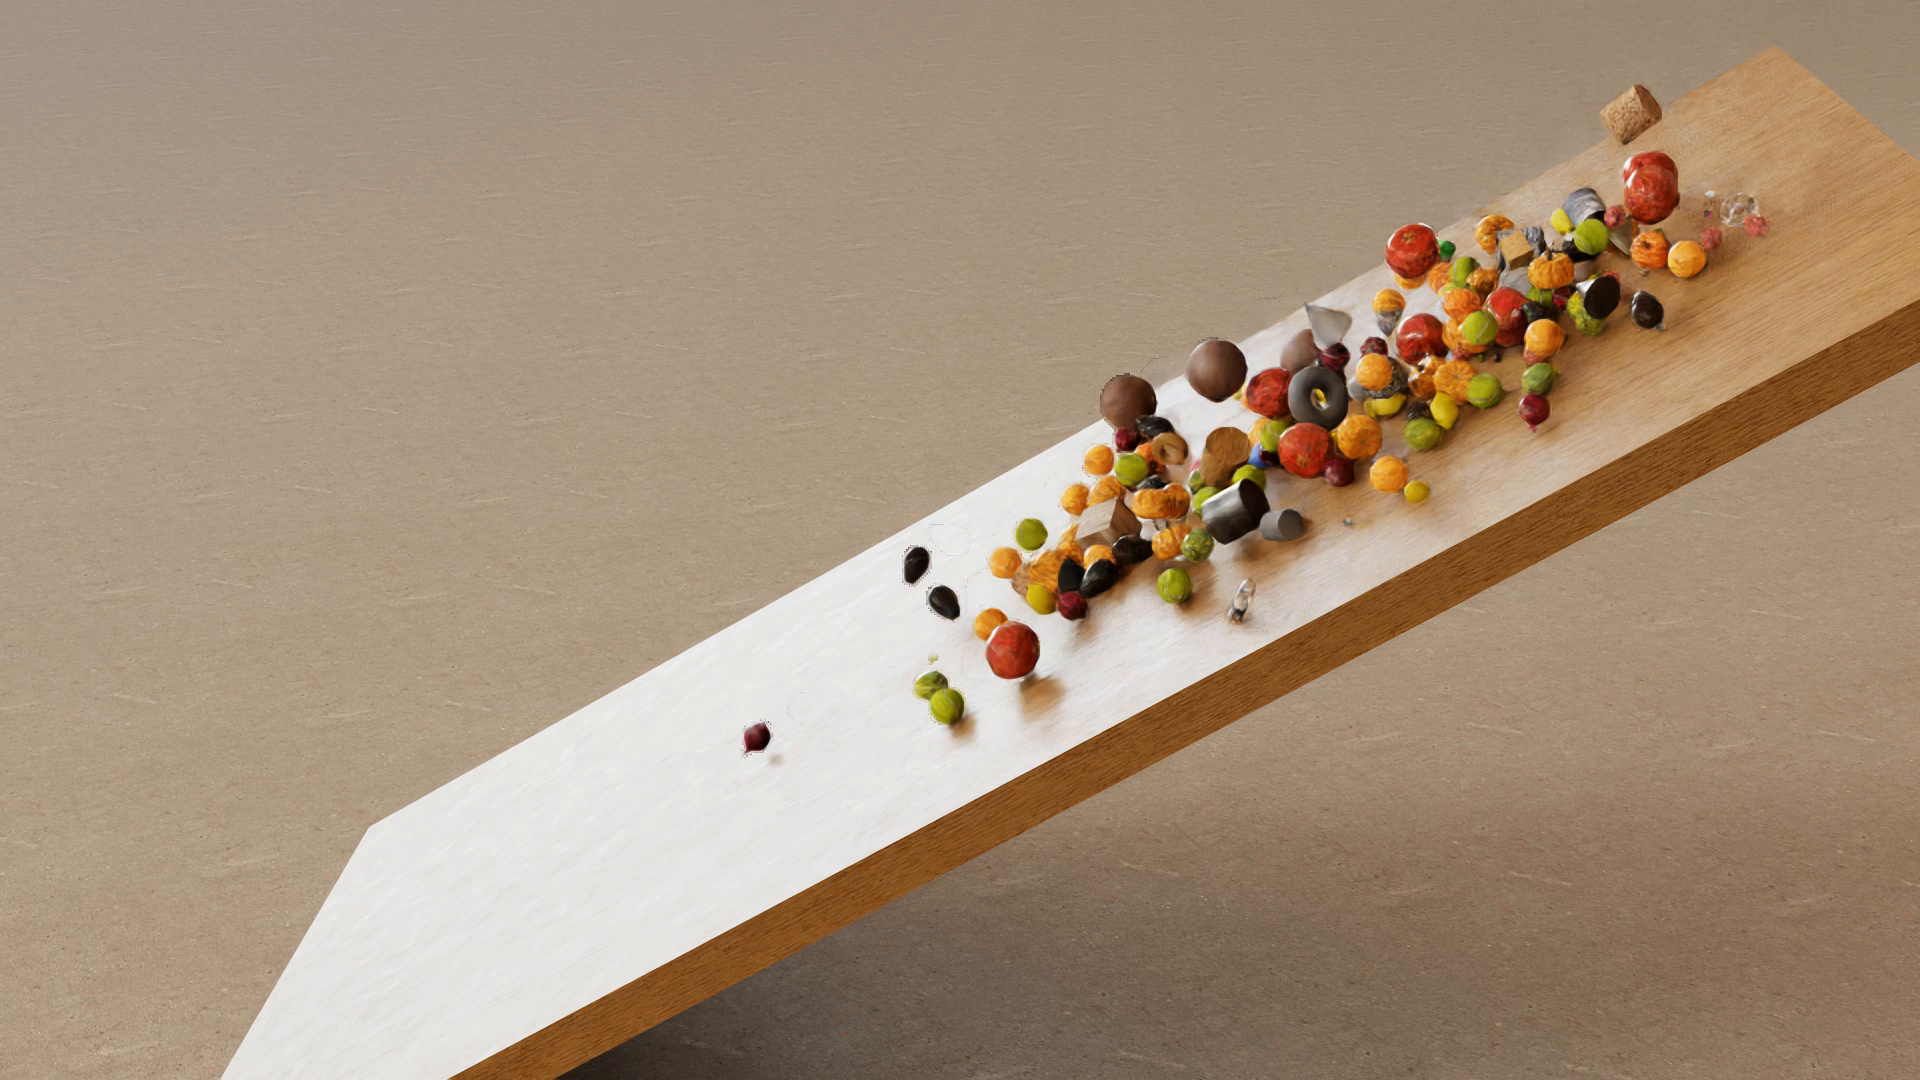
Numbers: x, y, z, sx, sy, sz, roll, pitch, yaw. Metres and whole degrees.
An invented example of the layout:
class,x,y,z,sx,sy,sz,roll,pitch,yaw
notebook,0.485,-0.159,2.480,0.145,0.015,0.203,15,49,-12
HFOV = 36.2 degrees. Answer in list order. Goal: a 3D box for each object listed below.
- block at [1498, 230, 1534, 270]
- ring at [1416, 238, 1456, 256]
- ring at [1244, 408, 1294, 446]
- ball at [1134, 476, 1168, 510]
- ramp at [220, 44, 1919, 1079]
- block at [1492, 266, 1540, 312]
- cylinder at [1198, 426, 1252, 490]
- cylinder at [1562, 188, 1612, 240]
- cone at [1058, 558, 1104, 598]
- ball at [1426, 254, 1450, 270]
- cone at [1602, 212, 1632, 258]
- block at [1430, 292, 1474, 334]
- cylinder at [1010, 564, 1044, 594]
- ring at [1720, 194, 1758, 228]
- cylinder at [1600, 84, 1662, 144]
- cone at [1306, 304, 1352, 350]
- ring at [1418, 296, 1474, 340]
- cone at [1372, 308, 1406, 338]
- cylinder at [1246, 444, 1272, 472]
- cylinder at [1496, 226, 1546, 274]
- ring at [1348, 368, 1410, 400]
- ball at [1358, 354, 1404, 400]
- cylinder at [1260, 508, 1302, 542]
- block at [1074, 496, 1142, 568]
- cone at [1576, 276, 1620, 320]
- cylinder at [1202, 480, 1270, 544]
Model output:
class,x,y,z,sx,sy,sz,roll,pitch,yaw
block,1.132,-0.590,5.990,0.052,0.052,0.052,-27,-22,6
ring,1.016,-0.624,6.277,0.083,0.028,0.083,9,-3,1
ring,0.660,-0.241,6.280,0.117,0.039,0.117,-31,15,9
ball,0.409,-0.100,6.273,0.071,0.071,0.071,0,19,0
ramp,0.142,0.168,6.287,4.000,0.100,2.000,-29,15,12
block,1.143,-0.520,6.046,0.066,0.066,0.066,21,-21,2
cylinder,0.539,-0.166,5.983,0.094,0.094,0.094,3,57,-4
cylinder,1.251,-0.651,5.863,0.073,0.073,0.073,-7,47,-19
cone,0.257,0.084,6.051,0.085,0.085,0.085,7,20,25
ball,1.085,-0.639,6.670,0.056,0.056,0.056,0,19,0
cone,1.339,-0.609,5.944,0.082,0.082,0.082,-26,5,3
block,1.031,-0.475,6.160,0.058,0.058,0.058,33,3,29
cylinder,0.143,0.082,6.253,0.055,0.055,0.055,8,14,21
ring,1.527,-0.646,5.764,0.076,0.025,0.076,-17,51,22
cylinder,1.371,-0.869,6.007,0.089,0.089,0.089,-36,-2,33
cone,0.722,-0.448,5.916,0.092,0.092,0.092,40,0,-28
ring,1.033,-0.473,6.258,0.134,0.045,0.134,-31,14,8
cone,0.934,-0.481,6.343,0.064,0.064,0.064,-34,8,22
cylinder,0.615,-0.170,6.118,0.051,0.051,0.051,-19,3,42
cylinder,1.182,-0.610,6.194,0.092,0.092,0.092,-6,17,18
ring,0.860,-0.322,6.037,0.132,0.044,0.132,-11,-10,-2
ball,0.838,-0.324,5.857,0.090,0.090,0.090,0,19,0
cylinder,0.616,-0.028,5.636,0.059,0.059,0.059,-12,2,-32
block,0.310,-0.016,6.118,0.090,0.090,0.090,-22,35,36
cone,1.208,-0.479,5.653,0.086,0.086,0.086,-9,26,-25
cylinder,0.539,-0.055,5.748,0.096,0.096,0.096,-30,0,34
